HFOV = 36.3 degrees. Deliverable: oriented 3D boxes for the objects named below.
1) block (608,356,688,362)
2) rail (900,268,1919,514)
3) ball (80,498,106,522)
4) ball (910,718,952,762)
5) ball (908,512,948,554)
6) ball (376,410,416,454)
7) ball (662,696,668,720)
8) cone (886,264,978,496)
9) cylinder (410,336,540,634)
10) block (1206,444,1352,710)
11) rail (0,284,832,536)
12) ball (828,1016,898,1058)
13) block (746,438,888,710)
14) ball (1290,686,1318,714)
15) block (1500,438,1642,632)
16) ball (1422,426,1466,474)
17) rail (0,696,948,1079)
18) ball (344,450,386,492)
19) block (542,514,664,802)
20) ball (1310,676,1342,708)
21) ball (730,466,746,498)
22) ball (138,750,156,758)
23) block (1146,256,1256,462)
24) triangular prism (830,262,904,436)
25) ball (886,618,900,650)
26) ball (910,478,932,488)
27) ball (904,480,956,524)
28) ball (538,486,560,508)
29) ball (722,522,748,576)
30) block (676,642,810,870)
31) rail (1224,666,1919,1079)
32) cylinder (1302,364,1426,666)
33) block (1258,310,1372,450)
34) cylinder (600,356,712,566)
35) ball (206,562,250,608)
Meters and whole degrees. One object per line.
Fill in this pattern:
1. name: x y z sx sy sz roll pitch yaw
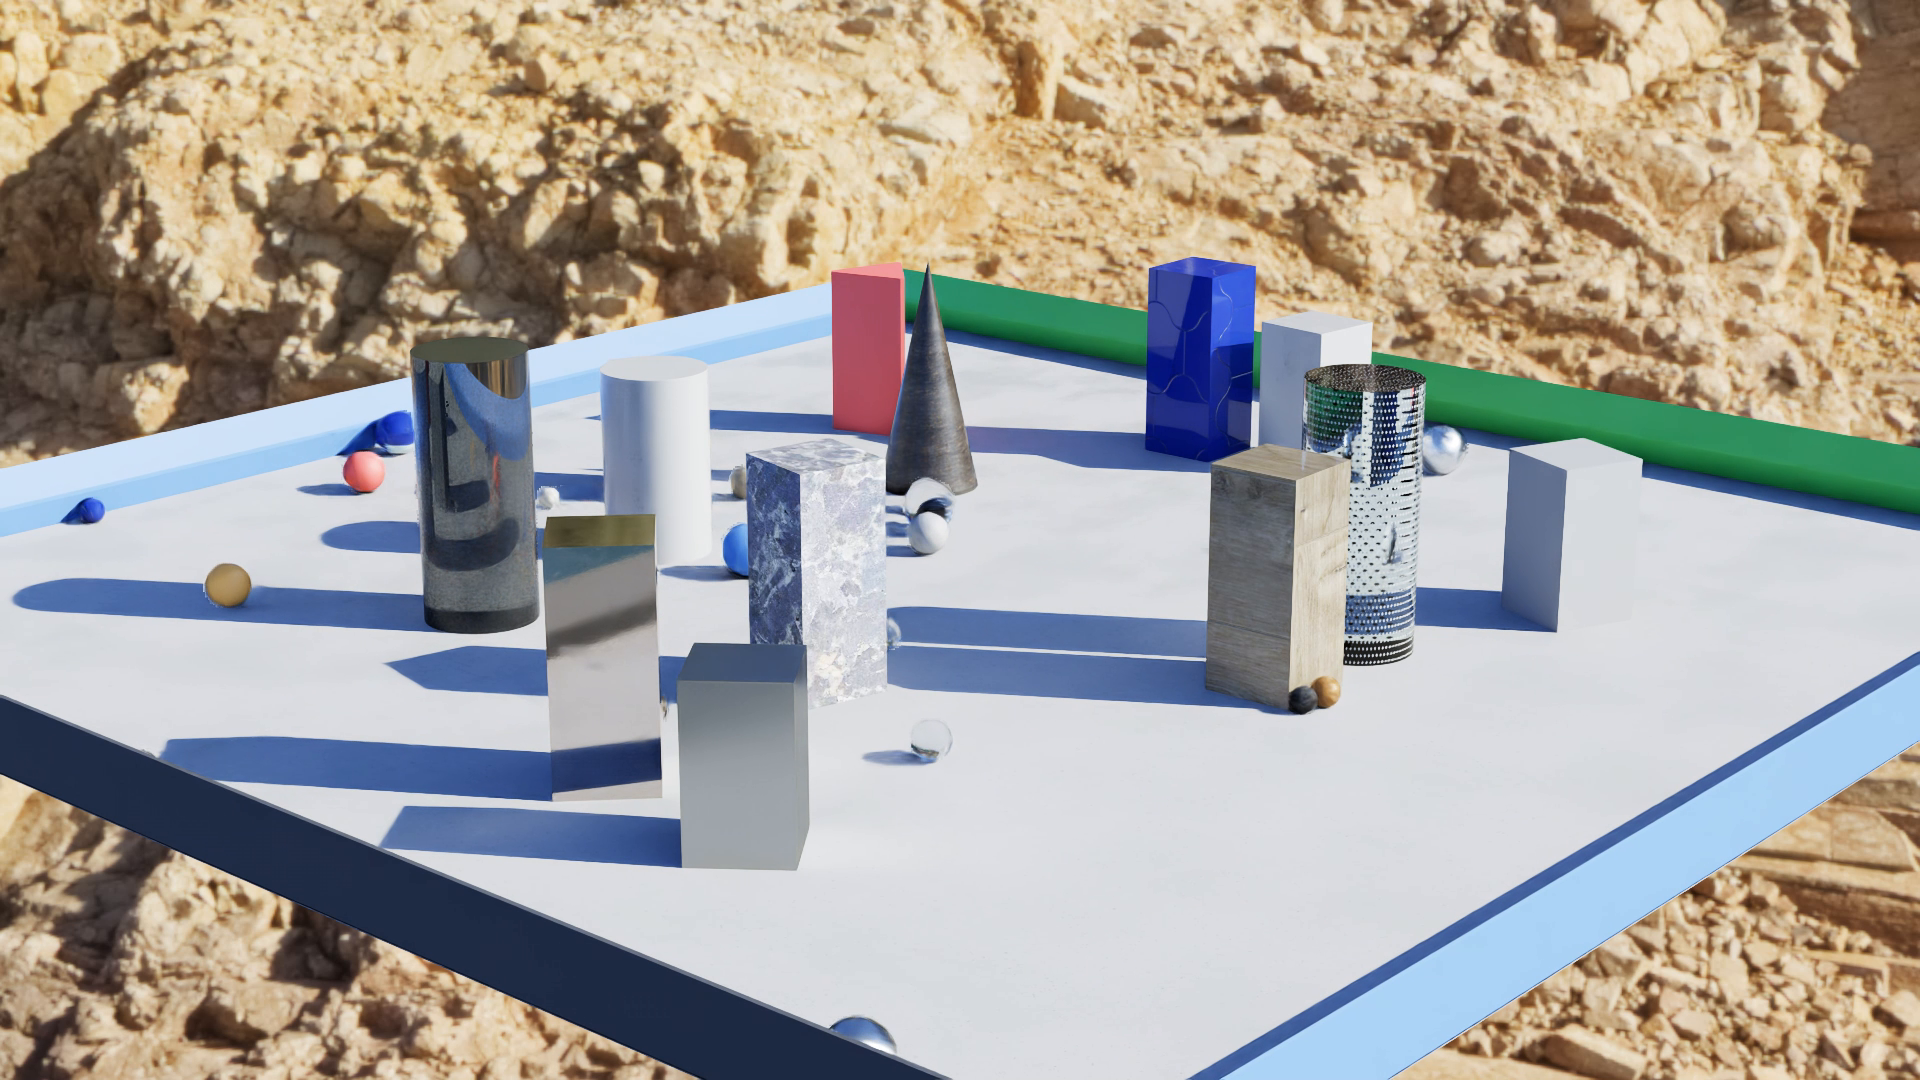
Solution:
1. block: -0.605 -0.217 5.734 0.157 0.251 0.157 -2 17 -7
2. rail: 1.020 -0.307 6.245 3.154 0.127 0.045 14 22 39
3. ball: -1.642 -0.056 5.554 0.046 0.046 0.046 0 17 0
4. ball: -0.042 0.297 4.355 0.063 0.063 0.063 0 17 0
5. ball: -0.058 -0.013 5.360 0.076 0.076 0.076 0 17 0
6. ball: -1.156 -0.220 6.025 0.090 0.090 0.090 0 17 0
7. ball: -0.477 0.258 4.494 0.058 0.058 0.058 0 17 0
8. cone: -0.062 -0.327 5.750 0.196 0.452 0.196 0 17 0
9. cylinder: -0.817 -0.093 4.950 0.196 0.467 0.196 0 17 0
10. block: 0.500 0.056 4.620 0.157 0.372 0.157 13 21 37
11. rail: -1.173 -0.262 6.095 0.045 0.127 3.160 14 22 39
12. ball: -0.117 0.589 3.336 0.093 0.093 0.093 0 17 0
13. block: -0.225 0.052 4.615 0.157 0.382 0.157 -12 20 -34
14. ball: 0.533 0.248 4.555 0.042 0.042 0.042 0 17 0
15. block: 1.040 -0.010 4.992 0.157 0.283 0.157 -8 19 -25
16. ball: 0.966 -0.181 5.881 0.098 0.098 0.098 0 17 0
17. rail: -1.020 0.371 3.995 3.154 0.127 0.045 14 22 39
18. ball: -1.169 -0.135 5.755 0.082 0.082 0.082 0 17 0
19. block: -0.513 0.169 4.231 0.157 0.380 0.157 -1 17 -5
20. ball: 0.571 0.237 4.579 0.049 0.049 0.049 0 17 0
21. ball: -0.416 -0.112 5.711 0.064 0.064 0.064 0 17 0
22. ball: -1.180 0.337 4.201 0.075 0.075 0.075 0 17 0
23. block: 0.494 -0.373 6.024 0.157 0.382 0.157 13 21 37
24. triangular prism: -0.162 -0.408 6.215 0.170 0.340 0.147 8 19 25
25. ball: -0.123 0.155 4.848 0.050 0.050 0.050 0 17 0
26. ball: -0.066 -0.087 5.625 0.066 0.066 0.066 0 17 0
27. ball: -0.058 -0.063 5.490 0.098 0.098 0.098 0 17 0
28. ball: -0.792 -0.081 5.646 0.042 0.042 0.042 0 17 0
29. ball: -0.377 0.017 5.229 0.096 0.096 0.096 0 17 0
30. block: -0.294 0.294 4.006 0.157 0.270 0.157 1 17 3
31. rail: 1.173 0.326 4.145 0.045 0.127 3.160 14 22 39
32. cylinder: 0.653 -0.042 4.797 0.196 0.458 0.196 0 17 0
33. block: 0.717 -0.297 5.926 0.157 0.293 0.157 -15 22 -41
34. cylinder: -0.553 -0.147 5.342 0.196 0.343 0.196 0 17 0
35. ball: -1.263 0.078 5.060 0.077 0.077 0.077 0 17 0
